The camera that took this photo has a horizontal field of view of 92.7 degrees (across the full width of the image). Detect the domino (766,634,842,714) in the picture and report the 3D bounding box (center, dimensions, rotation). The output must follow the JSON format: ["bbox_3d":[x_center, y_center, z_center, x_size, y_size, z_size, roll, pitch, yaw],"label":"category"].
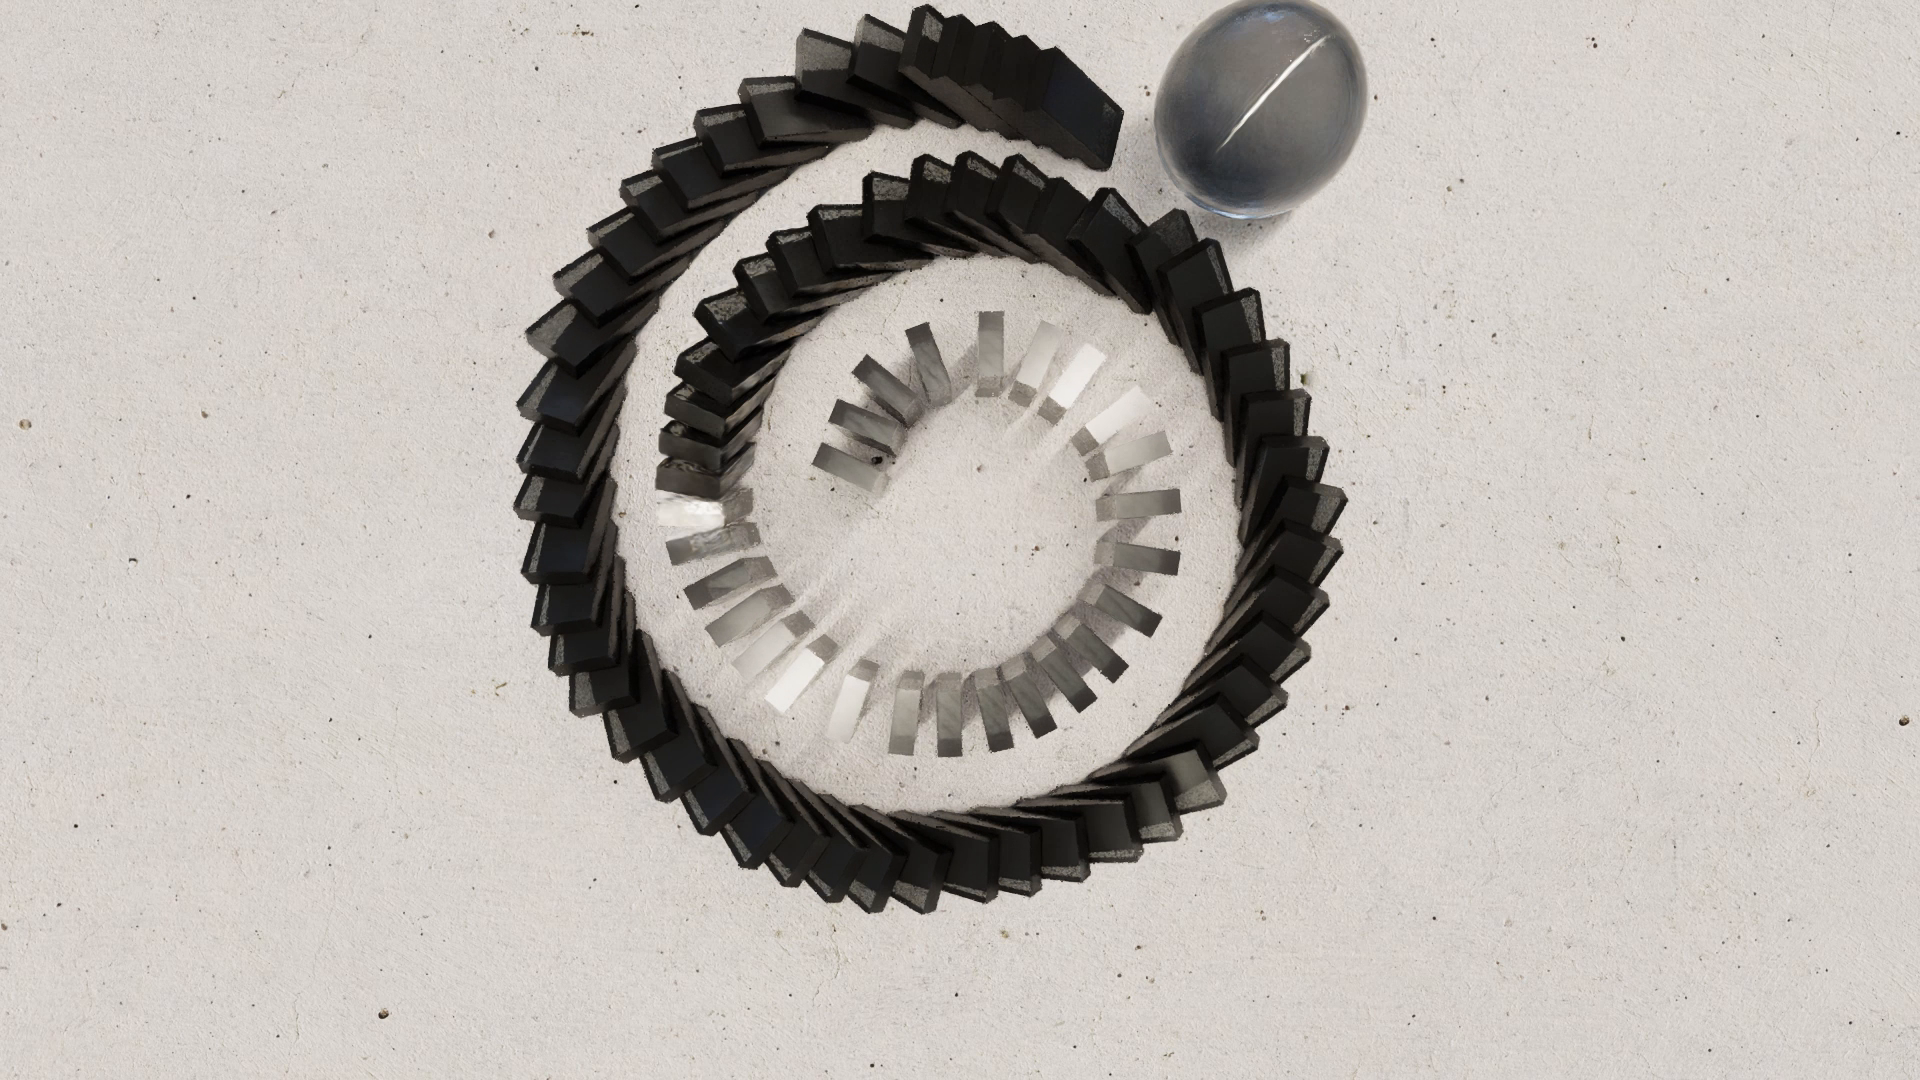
[{"bbox_3d":[-0.063,0.054,0.375,0.009,0.050,0.025,39,90,0],"label":"domino"}]

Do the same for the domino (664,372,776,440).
[{"bbox_3d":[-0.097,-0.060,0.377,0.025,0.050,0.009,24,123,0],"label":"domino"}]

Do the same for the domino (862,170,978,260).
[{"bbox_3d":[-0.016,-0.135,0.382,0.050,0.009,0.025,-1,90,-33],"label":"domino"}]

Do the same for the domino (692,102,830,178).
[{"bbox_3d":[-0.082,-0.169,0.383,0.050,0.010,0.025,-27,89,-31],"label":"domino"}]

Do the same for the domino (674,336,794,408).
[{"bbox_3d":[-0.092,-0.075,0.377,0.025,0.050,0.010,32,127,0],"label":"domino"}]

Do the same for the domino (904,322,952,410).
[{"bbox_3d":[-0.012,-0.070,0.375,0.009,0.050,0.025,-21,90,0],"label":"domino"}]

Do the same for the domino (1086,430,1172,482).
[{"bbox_3d":[0.068,-0.034,0.375,0.025,0.050,0.009,-19,90,0],"label":"domino"}]

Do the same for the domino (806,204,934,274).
[{"bbox_3d":[-0.037,-0.126,0.381,0.050,0.010,0.025,-17,90,-37],"label":"domino"}]

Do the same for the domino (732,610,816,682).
[{"bbox_3d":[-0.075,0.042,0.375,0.025,0.050,0.010,-42,90,0],"label":"domino"}]

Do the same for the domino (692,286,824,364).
[{"bbox_3d":[-0.082,-0.093,0.379,0.025,0.009,0.050,51,46,0],"label":"domino"}]

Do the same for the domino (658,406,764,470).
[{"bbox_3d":[-0.101,-0.046,0.376,0.025,0.050,0.010,17,119,0],"label":"domino"}]

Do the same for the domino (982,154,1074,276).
[{"bbox_3d":[0.035,-0.134,0.381,0.050,0.009,0.025,24,85,-36],"label":"domino"}]

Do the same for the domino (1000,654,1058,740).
[{"bbox_3d":[0.028,0.063,0.375,0.010,0.050,0.025,-28,90,0],"label":"domino"}]

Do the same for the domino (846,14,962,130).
[{"bbox_3d":[-0.021,-0.196,0.384,0.050,0.009,0.025,11,90,-28],"label":"domino"}]

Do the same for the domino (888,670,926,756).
[{"bbox_3d":[-0.021,0.070,0.375,0.009,0.050,0.025,7,90,0],"label":"domino"}]

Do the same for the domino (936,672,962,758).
[{"bbox_3d":[-0.004,0.070,0.375,0.009,0.050,0.025,-2,90,0],"label":"domino"}]

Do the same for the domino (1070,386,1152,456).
[{"bbox_3d":[0.061,-0.048,0.375,0.025,0.050,0.010,-37,90,0],"label":"domino"}]

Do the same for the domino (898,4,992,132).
[{"bbox_3d":[-0.002,-0.194,0.379,0.010,0.050,0.025,14,90,44],"label":"domino"}]

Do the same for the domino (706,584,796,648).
[{"bbox_3d":[-0.085,0.030,0.375,0.025,0.050,0.009,-35,90,0],"label":"domino"}]

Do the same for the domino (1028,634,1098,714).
[{"bbox_3d":[0.041,0.054,0.375,0.010,0.050,0.025,-39,90,0],"label":"domino"}]

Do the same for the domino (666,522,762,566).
[{"bbox_3d":[-0.100,0.001,0.375,0.025,0.050,0.010,-15,93,0],"label":"domino"}]

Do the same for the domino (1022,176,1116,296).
[{"bbox_3d":[0.051,-0.125,0.381,0.050,0.009,0.025,25,88,-36],"label":"domino"}]

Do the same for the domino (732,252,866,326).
[{"bbox_3d":[-0.066,-0.109,0.381,0.050,0.009,0.025,-29,90,-37],"label":"domino"}]

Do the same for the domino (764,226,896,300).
[{"bbox_3d":[-0.053,-0.118,0.381,0.050,0.010,0.025,-23,88,-37],"label":"domino"}]

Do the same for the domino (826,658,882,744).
[{"bbox_3d":[-0.043,0.065,0.375,0.010,0.050,0.025,19,90,0],"label":"domino"}]

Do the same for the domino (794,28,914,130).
[{"bbox_3d":[-0.043,-0.192,0.384,0.050,0.010,0.025,2,89,-29],"label":"domino"}]

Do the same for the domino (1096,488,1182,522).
[{"bbox_3d":[0.072,-0.014,0.375,0.025,0.050,0.009,-5,90,0],"label":"domino"}]

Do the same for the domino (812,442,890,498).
[{"bbox_3d":[-0.043,-0.028,0.375,0.025,0.050,0.010,25,90,0],"label":"domino"}]

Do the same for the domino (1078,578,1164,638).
[{"bbox_3d":[0.064,0.027,0.375,0.025,0.050,0.009,30,90,0],"label":"domino"}]

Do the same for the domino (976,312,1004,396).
[{"bbox_3d":[0.012,-0.075,0.375,0.009,0.050,0.025,0,90,0],"label":"domino"}]

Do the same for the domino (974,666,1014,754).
[{"bbox_3d":[0.013,0.068,0.375,0.009,0.050,0.025,-13,90,0],"label":"domino"}]

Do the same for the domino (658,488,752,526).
[{"bbox_3d":[-0.103,-0.014,0.375,0.025,0.050,0.010,0,99,0],"label":"domino"}]

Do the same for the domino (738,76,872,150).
[{"bbox_3d":[-0.064,-0.180,0.383,0.050,0.009,0.025,-21,90,-30],"label":"domino"}]

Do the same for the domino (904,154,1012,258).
[{"bbox_3d":[0.002,-0.138,0.381,0.050,0.009,0.025,9,87,-38],"label":"domino"}]

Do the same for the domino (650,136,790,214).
[{"bbox_3d":[-0.100,-0.156,0.382,0.050,0.010,0.025,-35,88,-31],"label":"domino"}]

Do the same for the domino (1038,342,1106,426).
[{"bbox_3d":[0.045,-0.063,0.375,0.009,0.050,0.025,35,90,0],"label":"domino"}]

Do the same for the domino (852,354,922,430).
[{"bbox_3d":[-0.029,-0.060,0.375,0.025,0.050,0.010,39,90,0],"label":"domino"}]

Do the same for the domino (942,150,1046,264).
[{"bbox_3d":[0.018,-0.137,0.380,0.050,0.009,0.025,16,85,-37],"label":"domino"}]

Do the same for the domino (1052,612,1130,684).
[{"bbox_3d":[0.053,0.043,0.375,0.025,0.050,0.010,43,90,0],"label":"domino"}]

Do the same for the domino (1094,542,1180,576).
[{"bbox_3d":[0.071,0.007,0.375,0.025,0.050,0.010,9,90,0],"label":"domino"}]

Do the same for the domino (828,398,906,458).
[{"bbox_3d":[-0.037,-0.045,0.375,0.025,0.050,0.010,22,90,0],"label":"domino"}]

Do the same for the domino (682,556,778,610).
[{"bbox_3d":[-0.093,0.017,0.375,0.025,0.050,0.010,-28,90,0],"label":"domino"}]

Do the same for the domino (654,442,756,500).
[{"bbox_3d":[-0.103,-0.031,0.375,0.025,0.050,0.010,10,112,0],"label":"domino"}]

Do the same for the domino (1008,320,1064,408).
[{"bbox_3d":[0.030,-0.071,0.375,0.009,0.050,0.025,24,90,0],"label":"domino"}]
